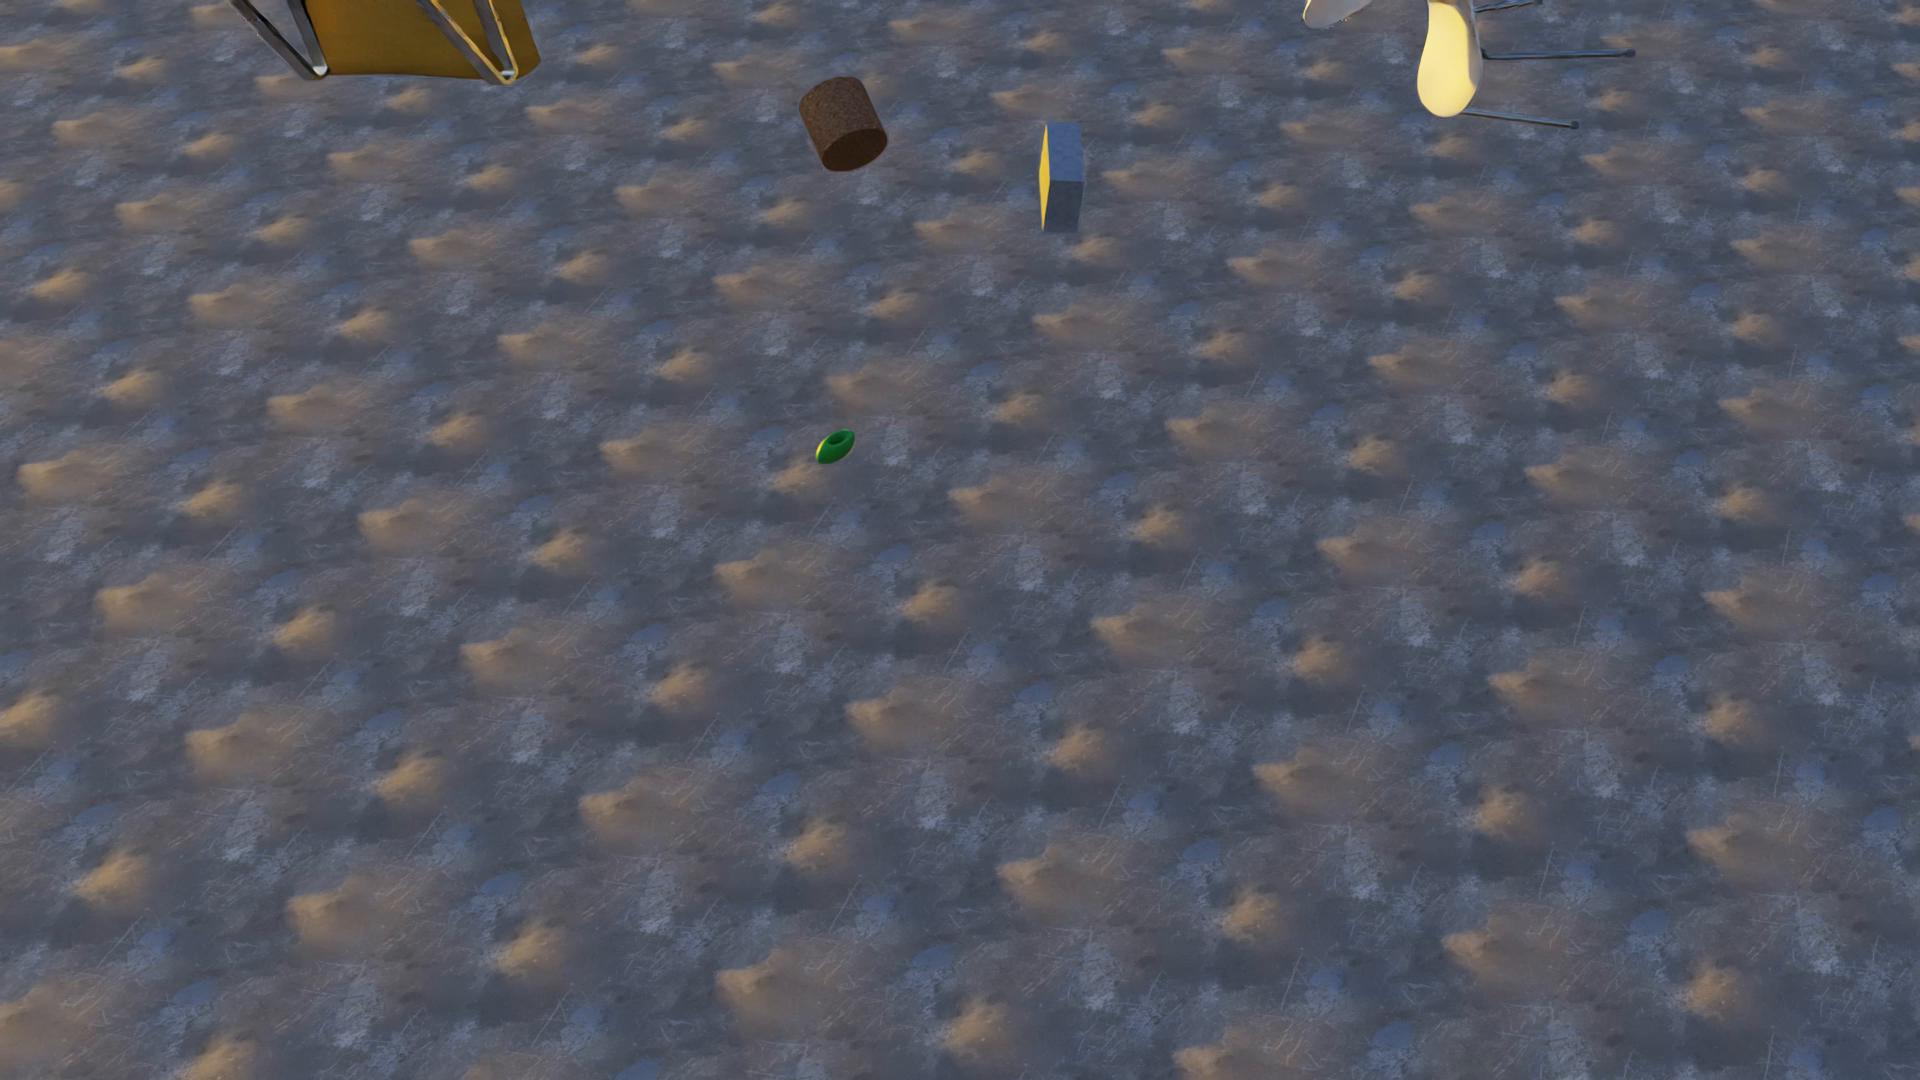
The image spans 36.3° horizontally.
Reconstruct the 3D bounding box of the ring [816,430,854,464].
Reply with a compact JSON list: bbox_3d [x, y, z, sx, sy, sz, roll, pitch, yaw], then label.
[{"bbox_3d":[-0.337,-0.253,7.953,0.062,0.057,0.180,30,31,16],"label":"ring"}]

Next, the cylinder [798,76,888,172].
[{"bbox_3d":[-0.319,-1.134,8.000,0.189,0.199,0.177,-30,68,14],"label":"cylinder"}]

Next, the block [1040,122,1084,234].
[{"bbox_3d":[0.303,-1.083,8.752,0.102,0.211,0.255,2,50,-4],"label":"block"}]
